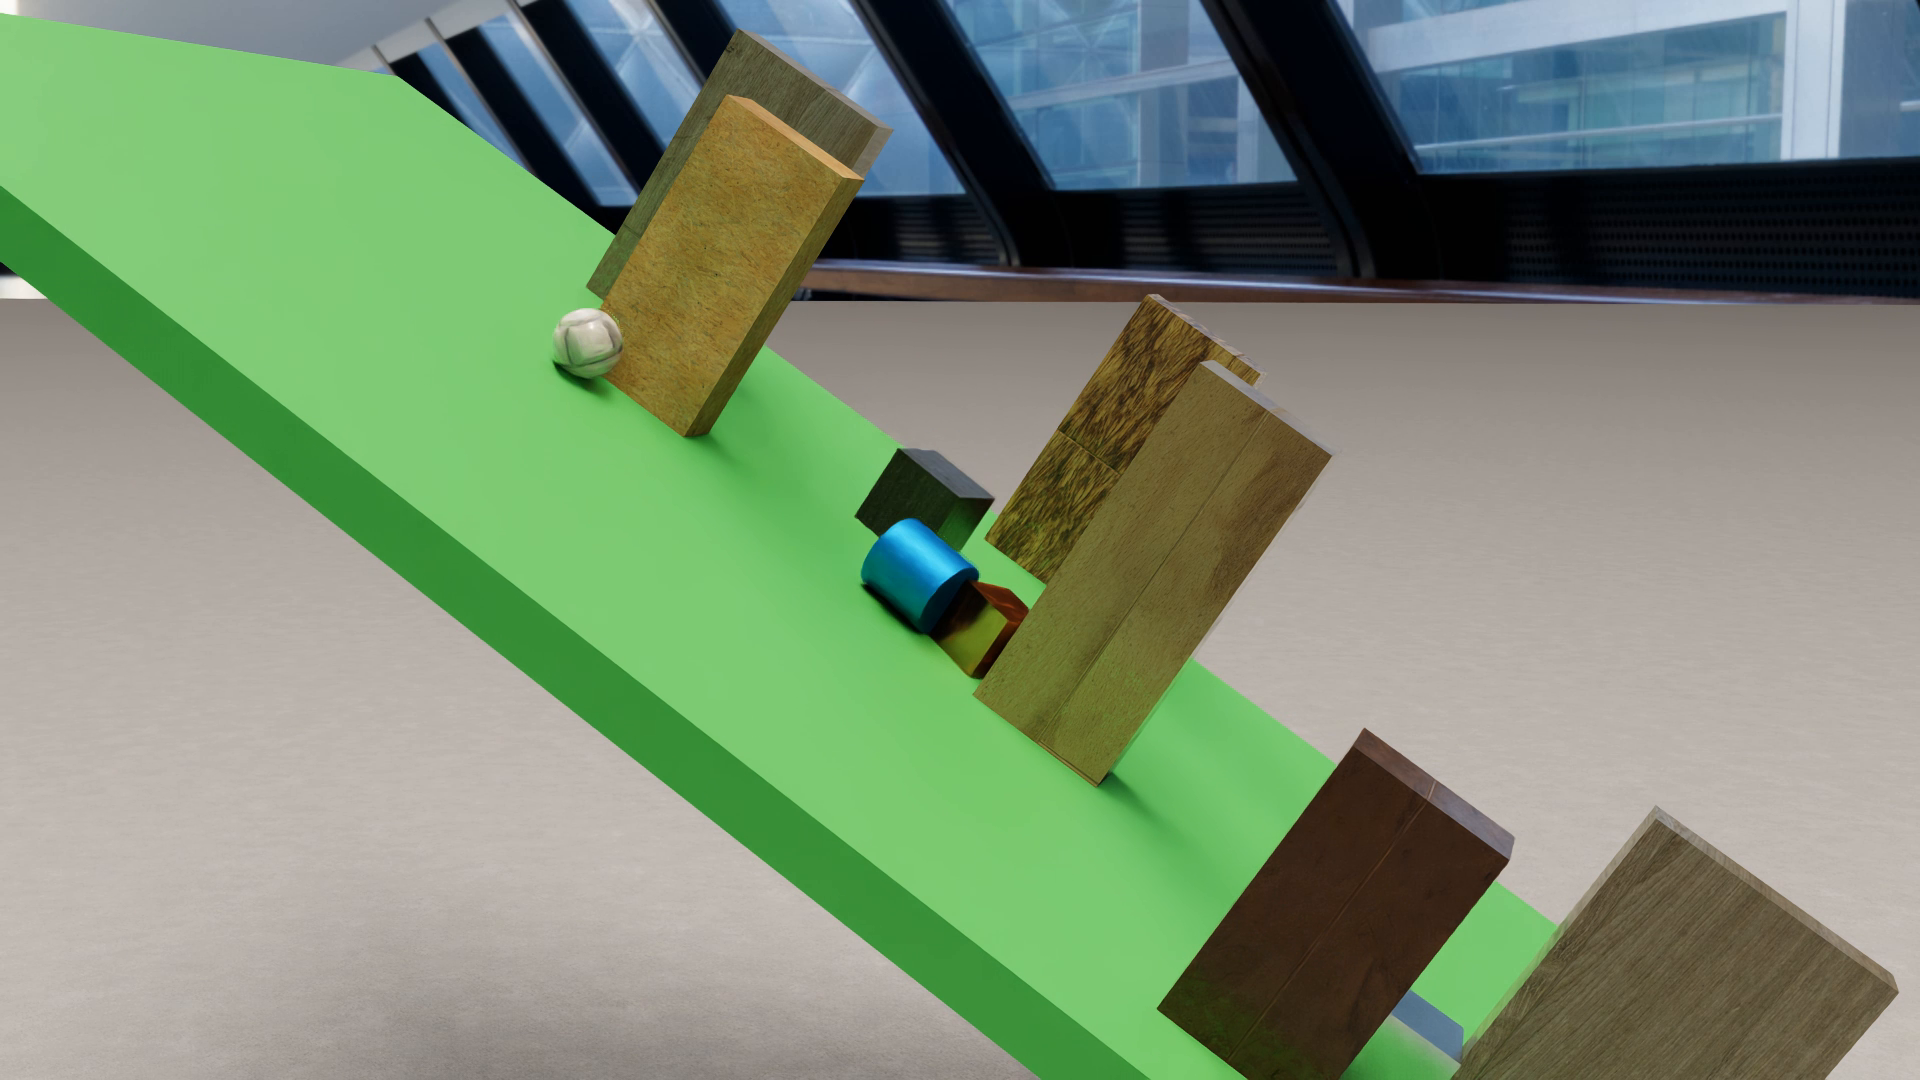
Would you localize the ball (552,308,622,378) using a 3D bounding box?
[{"bbox_3d":[-0.705,-0.373,4.160,0.132,0.132,0.132,0,7,0],"label":"ball"}]

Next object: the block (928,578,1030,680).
[{"bbox_3d":[0.054,0.170,4.047,0.130,0.130,0.130,14,24,-50],"label":"block"}]

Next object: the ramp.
[{"bbox_3d":[-0.110,0.190,4.091,4.000,0.100,2.000,36,15,10],"label":"ramp"}]

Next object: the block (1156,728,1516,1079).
[{"bbox_3d":[0.540,0.554,3.174,0.263,0.492,0.133,36,15,10],"label":"block"}]

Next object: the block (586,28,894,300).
[{"bbox_3d":[-0.472,-0.701,4.661,0.371,0.645,0.103,36,15,10],"label":"block"}]

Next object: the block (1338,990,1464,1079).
[{"bbox_3d":[0.661,0.785,3.364,0.151,0.151,0.151,35,15,7],"label":"block"}]

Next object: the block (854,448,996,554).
[{"bbox_3d":[-0.070,-0.066,4.444,0.169,0.169,0.169,39,16,20],"label":"block"}]

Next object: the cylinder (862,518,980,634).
[{"bbox_3d":[-0.074,0.066,4.058,0.155,0.155,0.155,41,26,24],"label":"cylinder"}]

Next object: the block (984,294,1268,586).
[{"bbox_3d":[0.356,-0.181,4.761,0.295,0.643,0.109,36,15,10],"label":"block"}]

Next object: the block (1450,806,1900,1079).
[{"bbox_3d":[1.006,0.762,3.243,0.403,0.620,0.085,36,15,10],"label":"block"}]

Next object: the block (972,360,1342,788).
[{"bbox_3d":[0.341,0.060,3.851,0.274,0.717,0.131,36,15,10],"label":"block"}]

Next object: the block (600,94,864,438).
[{"bbox_3d":[-0.467,-0.523,4.230,0.280,0.591,0.121,36,15,10],"label":"block"}]
